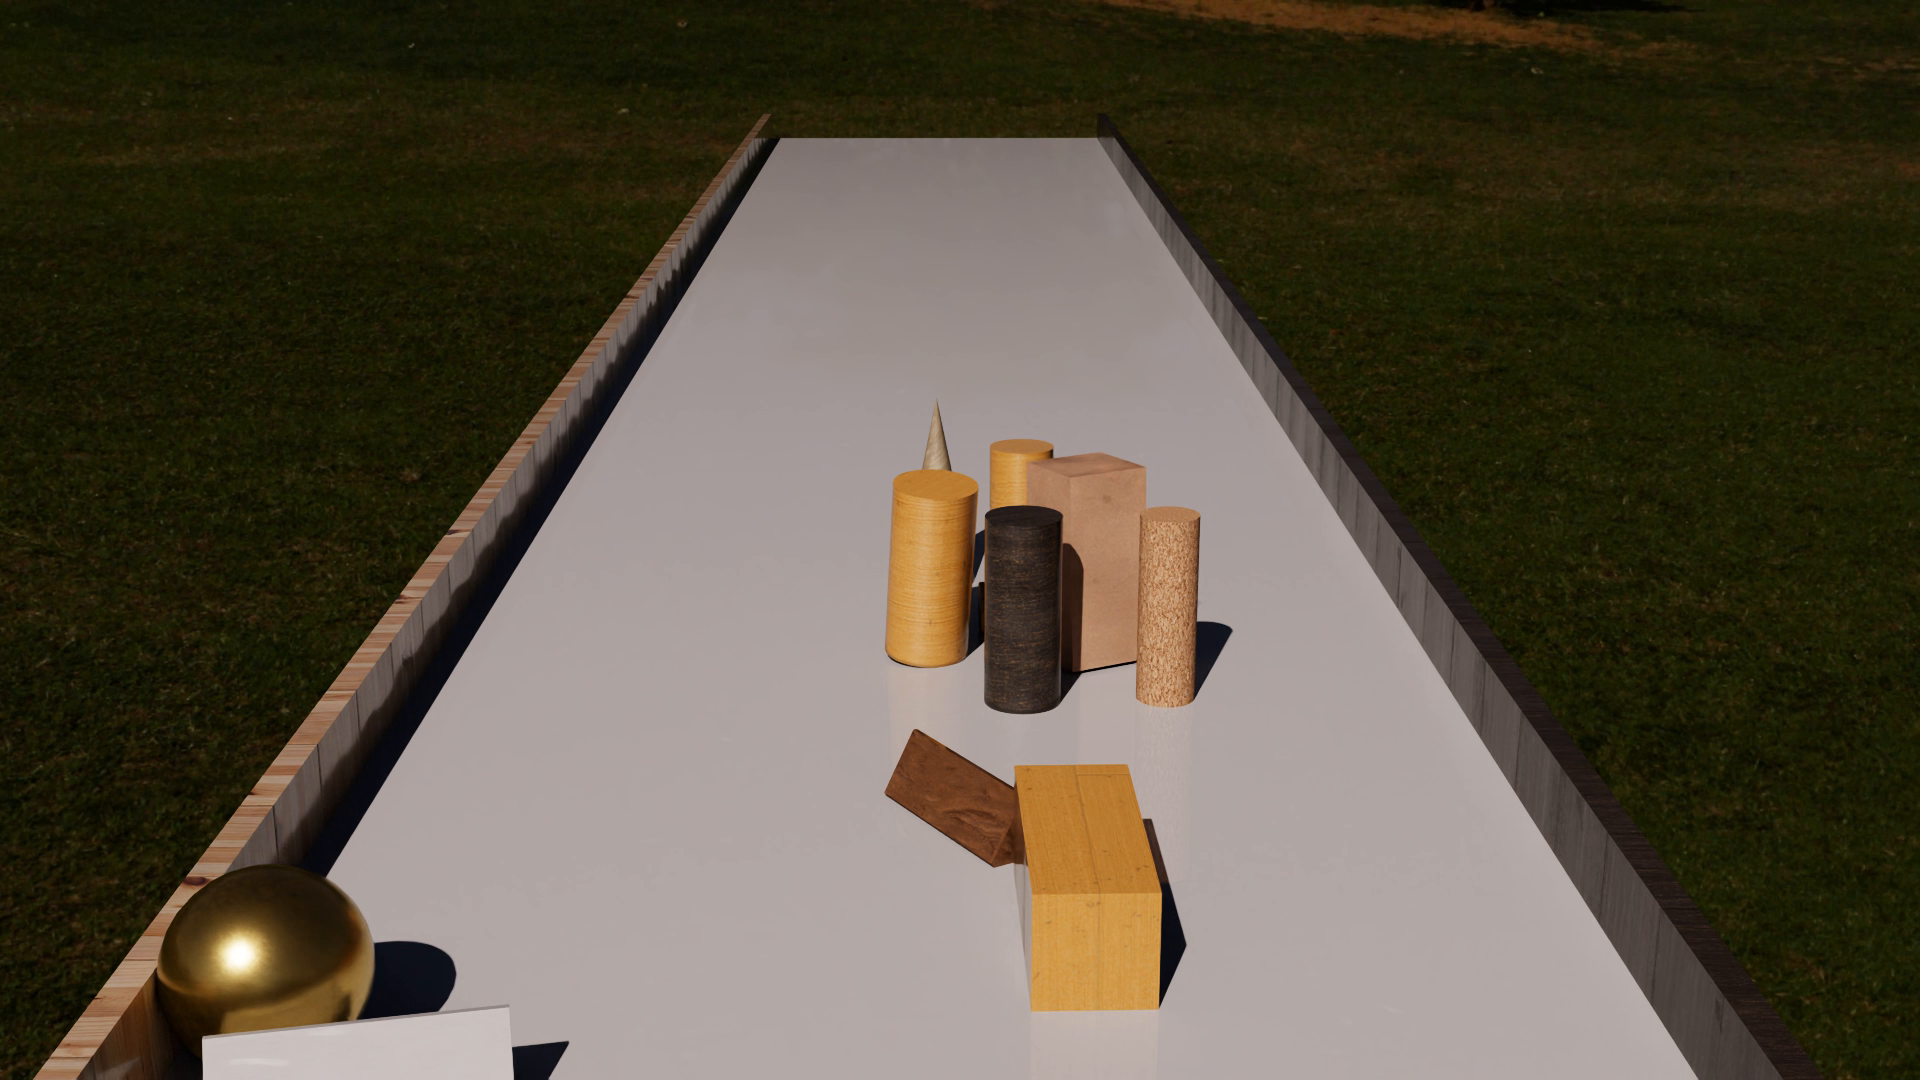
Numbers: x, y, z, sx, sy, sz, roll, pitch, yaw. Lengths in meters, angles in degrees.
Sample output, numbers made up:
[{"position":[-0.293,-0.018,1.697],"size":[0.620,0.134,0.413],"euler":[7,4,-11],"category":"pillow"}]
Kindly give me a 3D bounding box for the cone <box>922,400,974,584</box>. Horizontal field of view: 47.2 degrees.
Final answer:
[{"position":[-0.051,-0.112,4.870],"size":[0.169,0.418,0.169],"euler":[0,17,0],"category":"cone"}]

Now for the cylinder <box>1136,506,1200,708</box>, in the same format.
[{"position":[0.393,0.126,4.163],"size":[0.113,0.364,0.113],"euler":[0,17,0],"category":"cylinder"}]

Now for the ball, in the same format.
[{"position":[-0.902,0.559,2.866],"size":[0.273,0.273,0.273],"euler":[0,17,0],"category":"ball"}]

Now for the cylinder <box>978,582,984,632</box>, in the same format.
[{"position":[0.229,0.136,4.583],"size":[0.378,0.106,0.106],"euler":[-1,17,-4],"category":"cylinder"}]

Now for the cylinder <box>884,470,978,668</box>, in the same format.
[{"position":[-0.058,0.056,4.381],"size":[0.169,0.358,0.169],"euler":[3,22,-1],"category":"cylinder"}]

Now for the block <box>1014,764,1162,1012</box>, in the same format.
[{"position":[0.180,0.500,3.234],"size":[0.177,0.177,0.458],"euler":[0,17,-2],"category":"block"}]

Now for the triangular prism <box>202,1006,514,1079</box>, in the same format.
[{"position":[-0.750,0.662,2.759],"size":[0.370,0.131,0.151],"euler":[-4,17,-12],"category":"triangular prism"}]

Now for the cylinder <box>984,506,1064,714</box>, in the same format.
[{"position":[0.119,0.131,4.143],"size":[0.146,0.367,0.146],"euler":[0,17,0],"category":"cylinder"}]

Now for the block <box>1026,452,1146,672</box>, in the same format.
[{"position":[0.253,0.041,4.388],"size":[0.173,0.392,0.173],"euler":[-9,16,-27],"category":"block"}]

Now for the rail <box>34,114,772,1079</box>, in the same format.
[{"position":[-1.118,-0.838,7.780],"size":[0.050,0.150,12.000],"euler":[0,17,-1],"category":"rail"}]

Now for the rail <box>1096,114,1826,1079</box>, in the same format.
[{"position":[0.932,-0.844,7.801],"size":[0.050,0.150,12.000],"euler":[0,17,-1],"category":"rail"}]

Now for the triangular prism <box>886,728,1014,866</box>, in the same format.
[{"position":[0.014,0.415,3.634],"size":[0.124,0.107,0.341],"euler":[-10,20,-30],"category":"triangular prism"}]

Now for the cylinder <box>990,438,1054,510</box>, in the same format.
[{"position":[0.130,-0.021,4.656],"size":[0.134,0.364,0.134],"euler":[0,16,0],"category":"cylinder"}]
